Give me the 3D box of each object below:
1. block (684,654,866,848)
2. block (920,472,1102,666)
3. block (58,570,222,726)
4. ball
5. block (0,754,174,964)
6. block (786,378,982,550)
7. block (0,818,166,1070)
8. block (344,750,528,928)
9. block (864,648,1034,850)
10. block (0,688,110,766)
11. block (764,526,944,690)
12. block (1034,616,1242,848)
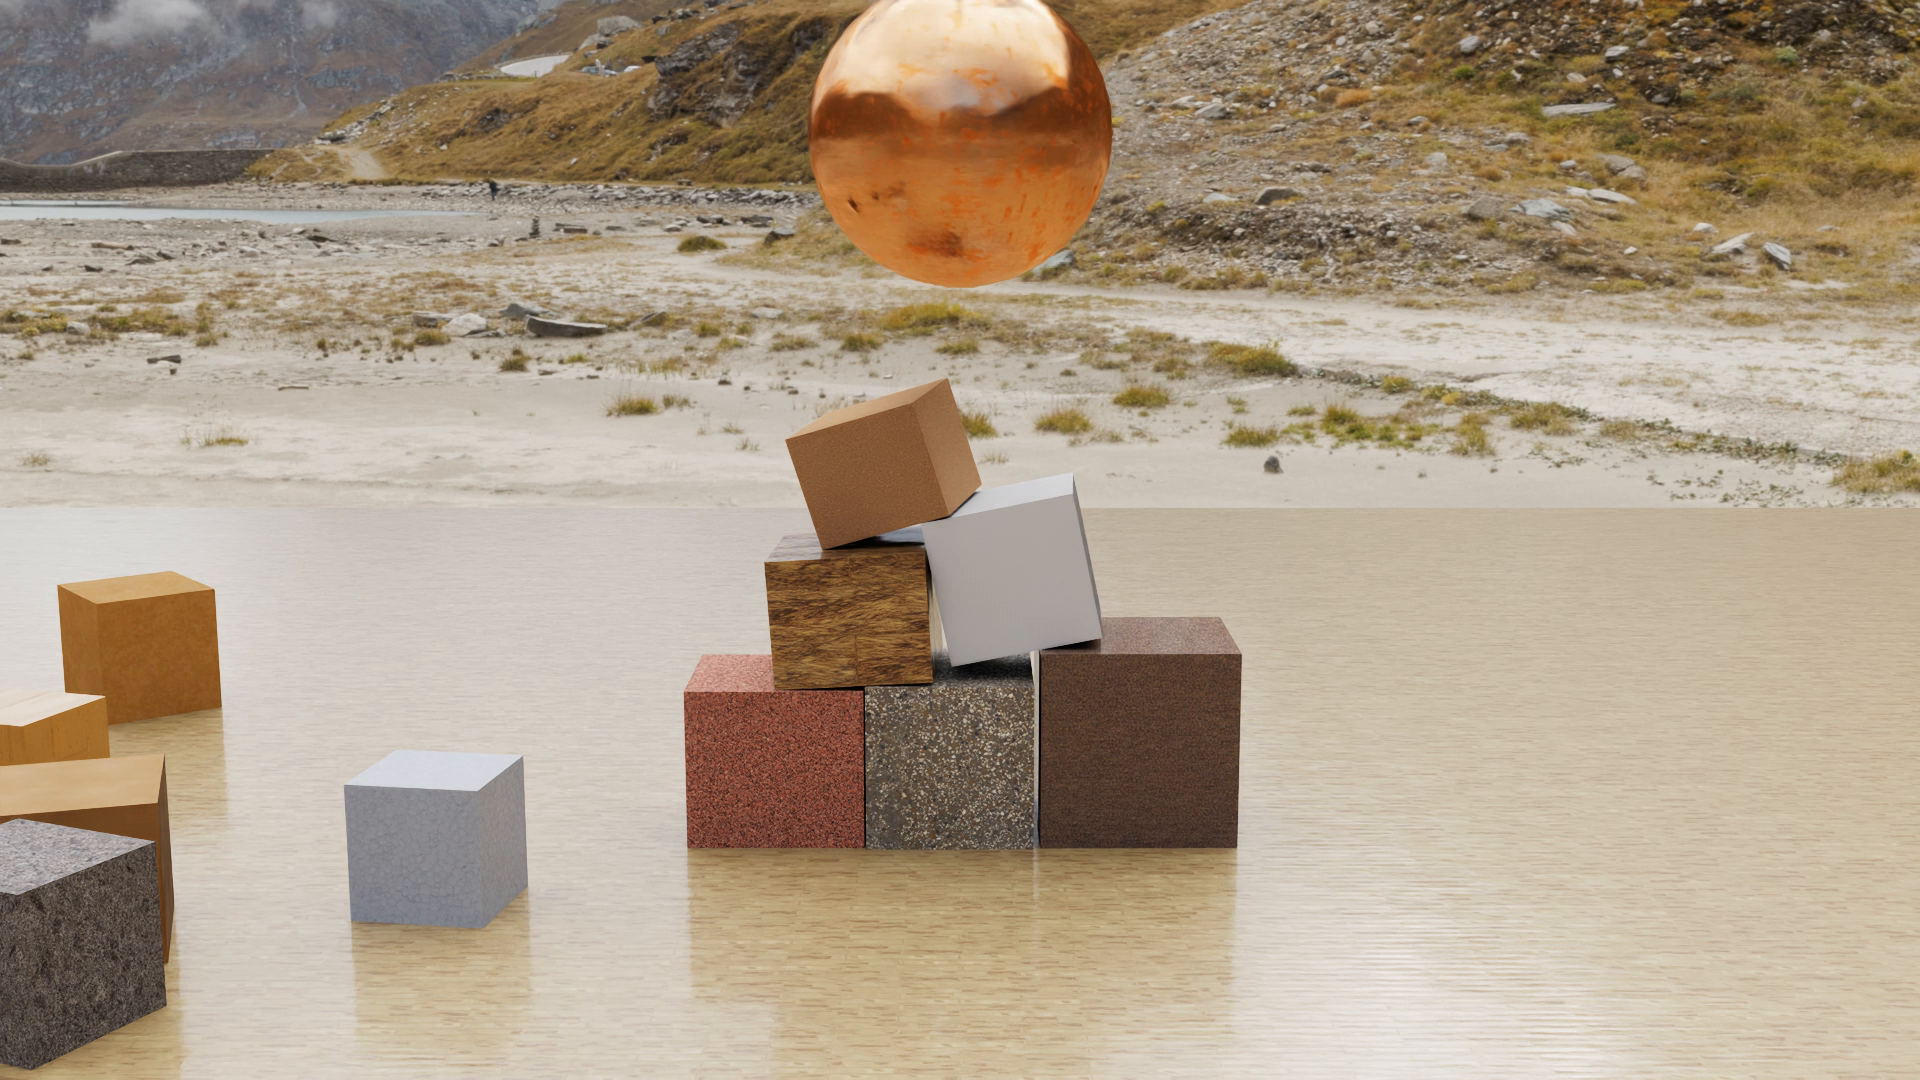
[{"bbox_3d":[-0.925,1.078,11.374,0.890,0.809,0.808,0,10,0],"label":"block"},{"bbox_3d":[0.273,0.141,11.225,0.766,0.743,0.656,-11,10,5],"label":"block"},{"bbox_3d":[-5.149,0.664,13.800,0.720,0.757,0.756,-8,13,-38],"label":"block"},{"bbox_3d":[0.000,-2.125,11.503,1.600,1.600,1.600,0,10,0],"label":"ball"},{"bbox_3d":[-3.927,1.428,9.702,0.803,0.719,0.804,-3,11,-17],"label":"block"},{"bbox_3d":[-0.378,-0.395,11.214,0.695,0.587,0.693,-15,10,18],"label":"block"},{"bbox_3d":[-3.749,1.598,8.814,0.755,0.703,0.703,5,11,24],"label":"block"},{"bbox_3d":[-2.418,1.376,10.196,0.631,0.645,0.585,2,10,9],"label":"block"},{"bbox_3d":[-0.051,1.064,11.376,0.839,0.836,0.862,0,10,0],"label":"block"},{"bbox_3d":[-4.838,1.175,11.169,0.764,0.692,0.613,3,11,17],"label":"block"},{"bbox_3d":[-0.527,0.335,11.247,0.792,0.649,0.806,-3,10,4],"label":"block"},{"bbox_3d":[0.895,0.979,11.382,0.991,1.001,0.862,0,10,-1],"label":"block"}]
